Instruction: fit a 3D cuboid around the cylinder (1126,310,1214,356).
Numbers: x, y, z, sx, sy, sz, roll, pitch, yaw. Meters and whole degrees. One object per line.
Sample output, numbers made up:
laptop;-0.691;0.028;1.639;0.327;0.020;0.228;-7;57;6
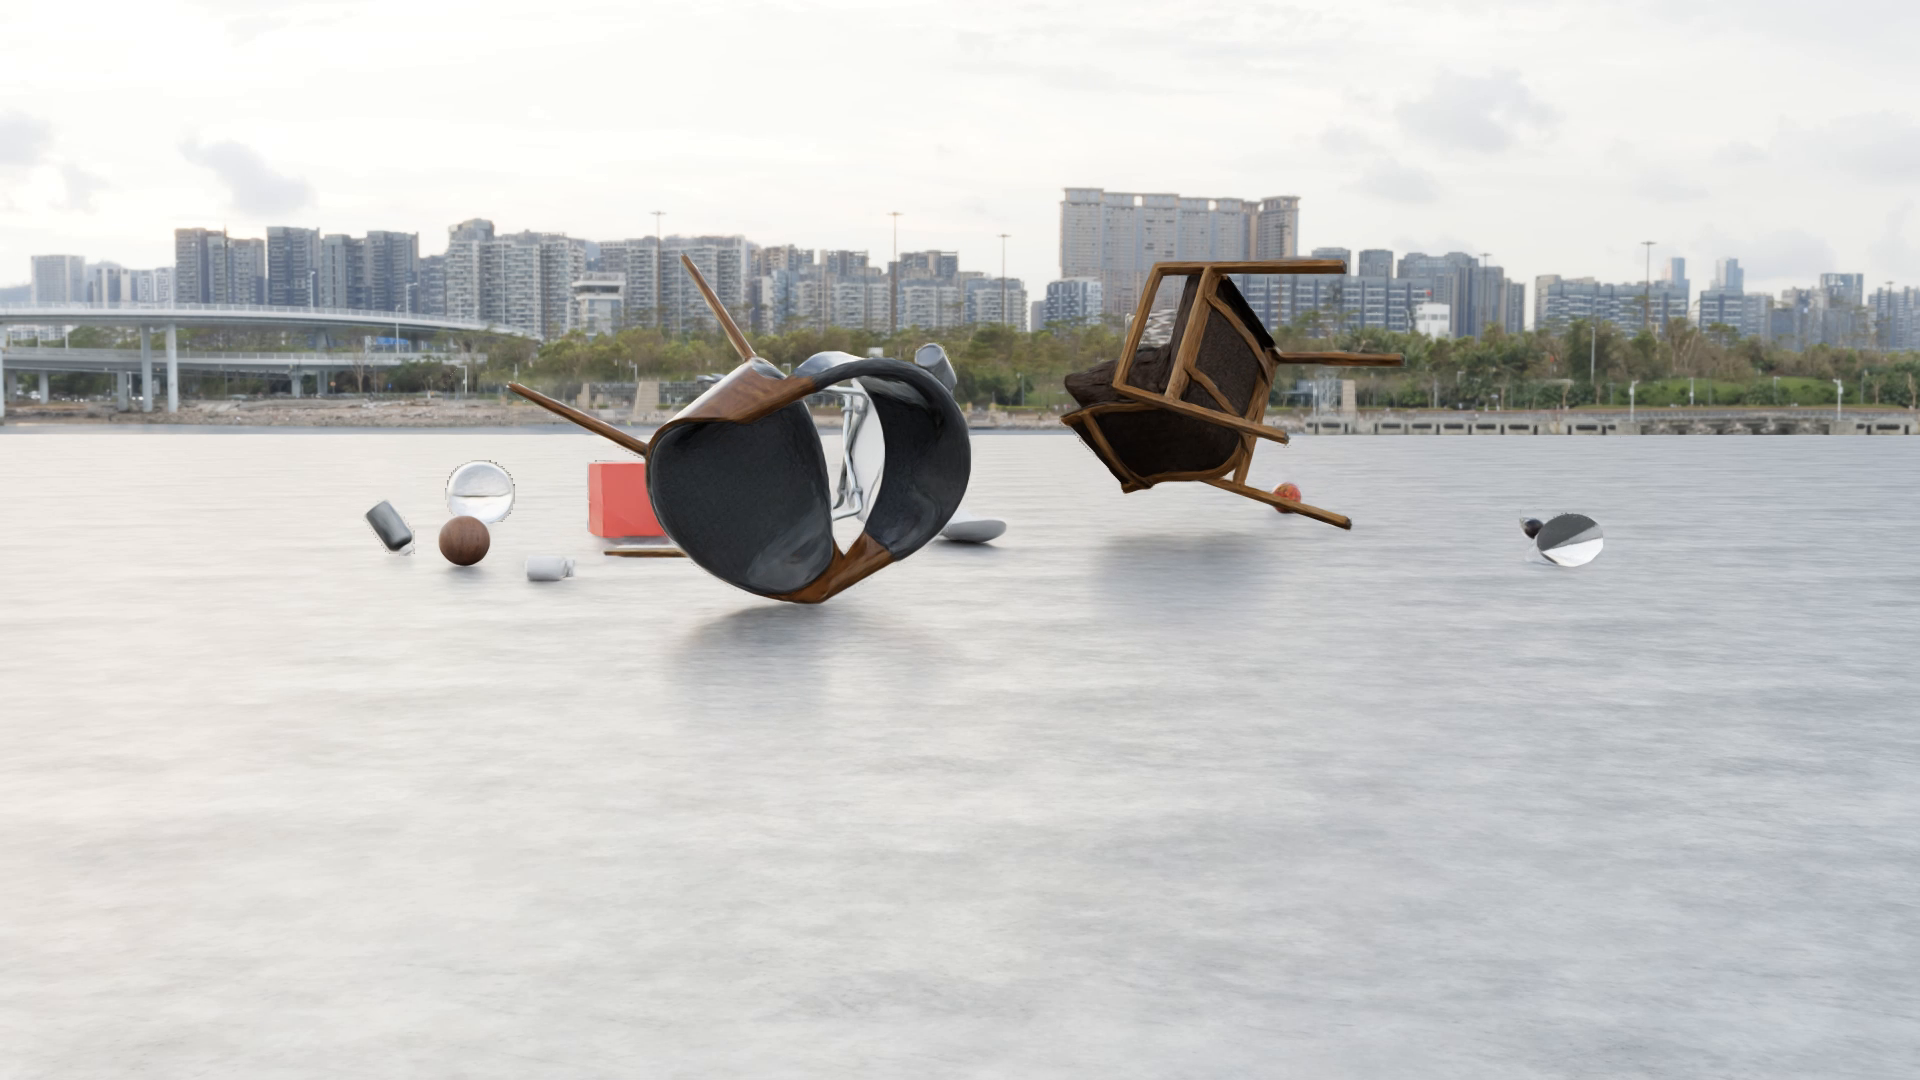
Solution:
cylinder;0.764;-0.751;8.003;0.326;0.130;0.298;0;-2;-12

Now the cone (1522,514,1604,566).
cone;1.514;0.026;5.688;0.212;0.135;0.214;-12;-10;-24

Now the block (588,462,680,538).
block;-1.006;-0.128;6.773;0.235;0.220;0.212;-2;4;-20

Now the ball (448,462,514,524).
ball;-1.606;-0.156;7.364;0.215;0.215;0.215;0;4;0
